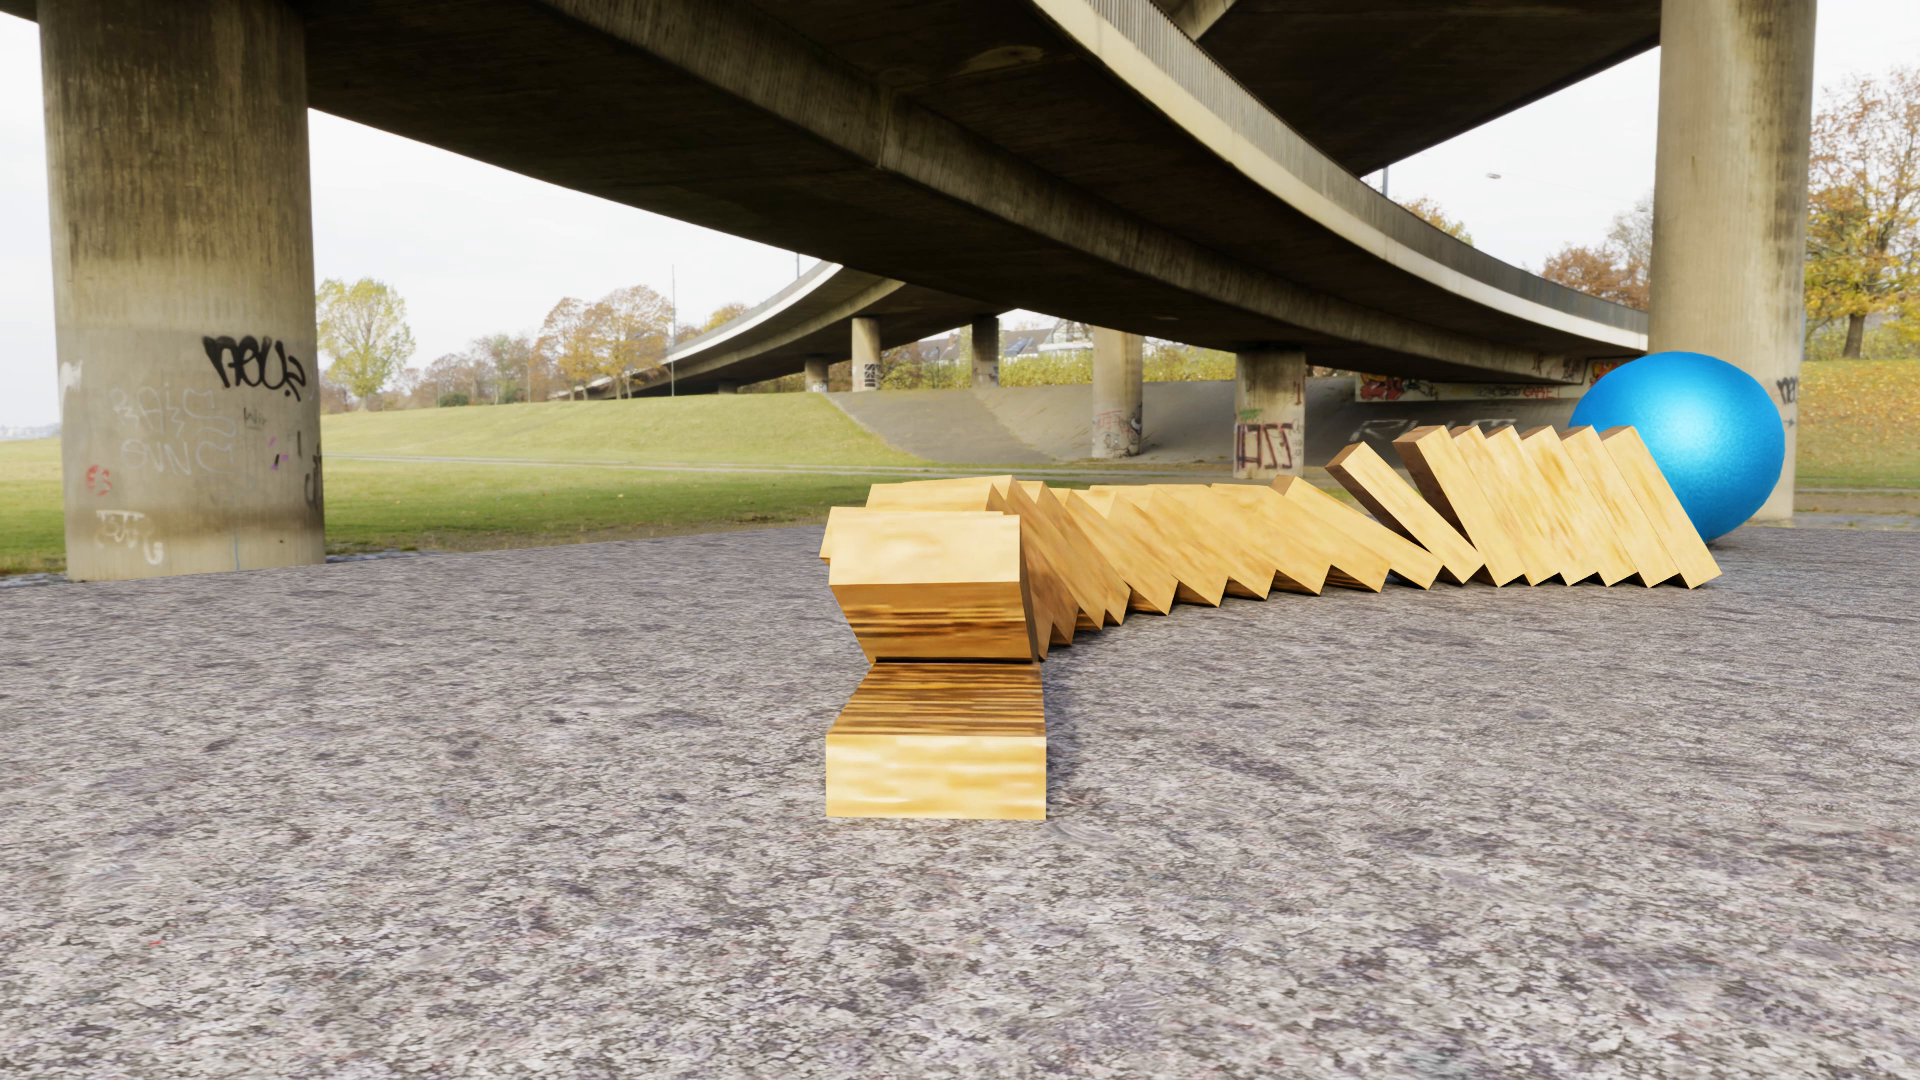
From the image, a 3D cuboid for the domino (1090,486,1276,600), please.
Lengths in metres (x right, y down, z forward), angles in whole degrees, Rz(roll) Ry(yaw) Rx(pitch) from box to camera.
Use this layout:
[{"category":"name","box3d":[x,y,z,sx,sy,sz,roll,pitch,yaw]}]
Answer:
[{"category":"domino","box3d":[0.059,0.001,0.345,0.050,0.010,0.025,30,-14,-32]}]

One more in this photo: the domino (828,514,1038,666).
[{"category":"domino","box3d":[-0.002,0.012,0.192,0.025,0.009,0.050,-1,-25,6]}]

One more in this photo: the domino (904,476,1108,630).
[{"category":"domino","box3d":[0.010,0.004,0.270,0.025,0.009,0.050,-2,-30,31]}]

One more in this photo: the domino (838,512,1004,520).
[{"category":"domino","box3d":[-0.003,0.010,0.213,0.025,0.009,0.050,0,-24,8]}]

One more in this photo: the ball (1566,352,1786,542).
[{"category":"ball","box3d":[0.293,-0.037,0.529,0.080,0.080,0.080,0,4,0]}]

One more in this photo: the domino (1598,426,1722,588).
[{"category":"domino","box3d":[0.209,-0.011,0.388,0.010,0.050,0.025,-30,-3,14]}]

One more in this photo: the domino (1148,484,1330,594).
[{"category":"domino","box3d":[0.076,0.000,0.358,0.050,0.010,0.025,28,-11,-26]}]

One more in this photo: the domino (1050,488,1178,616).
[{"category":"domino","box3d":[0.029,0.003,0.311,0.025,0.009,0.050,4,-23,43]}]

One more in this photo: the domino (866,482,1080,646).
[{"category":"domino","box3d":[0.003,0.006,0.255,0.025,0.010,0.050,0,-29,27]}]

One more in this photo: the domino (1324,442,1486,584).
[{"category":"domino","box3d":[0.135,-0.008,0.391,0.050,0.009,0.025,45,4,3]}]

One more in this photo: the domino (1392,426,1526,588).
[{"category":"domino","box3d":[0.152,-0.011,0.392,0.010,0.050,0.025,-30,2,5]}]

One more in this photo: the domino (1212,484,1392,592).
[{"category":"domino","box3d":[0.097,-0.001,0.369,0.050,0.009,0.025,28,-7,-24]}]

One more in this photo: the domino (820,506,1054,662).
[{"category":"domino","box3d":[-0.003,0.009,0.237,0.025,0.010,0.050,2,-23,24]}]

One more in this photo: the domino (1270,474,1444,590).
[{"category":"domino","box3d":[0.117,-0.003,0.385,0.050,0.009,0.025,30,4,0]}]

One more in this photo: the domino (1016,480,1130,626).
[{"category":"domino","box3d":[0.017,0.003,0.290,0.025,0.010,0.050,3,-27,33]}]

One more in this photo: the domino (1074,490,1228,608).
[{"category":"domino","box3d":[0.044,0.002,0.329,0.050,0.010,0.025,32,-17,-39]}]

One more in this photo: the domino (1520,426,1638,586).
[{"category":"domino","box3d":[0.188,-0.011,0.395,0.009,0.050,0.025,-30,-3,14]}]

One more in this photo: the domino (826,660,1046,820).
[{"category":"domino","box3d":[-0.002,0.025,0.171,0.025,0.010,0.050,0,4,3]}]

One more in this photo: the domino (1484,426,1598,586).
[{"category":"domino","box3d":[0.177,-0.011,0.396,0.010,0.050,0.025,-30,-3,14]}]

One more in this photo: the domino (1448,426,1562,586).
[{"category":"domino","box3d":[0.164,-0.011,0.395,0.010,0.050,0.025,-30,0,9]}]

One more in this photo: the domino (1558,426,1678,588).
[{"category":"domino","box3d":[0.198,-0.011,0.392,0.010,0.050,0.025,-30,-3,14]}]
